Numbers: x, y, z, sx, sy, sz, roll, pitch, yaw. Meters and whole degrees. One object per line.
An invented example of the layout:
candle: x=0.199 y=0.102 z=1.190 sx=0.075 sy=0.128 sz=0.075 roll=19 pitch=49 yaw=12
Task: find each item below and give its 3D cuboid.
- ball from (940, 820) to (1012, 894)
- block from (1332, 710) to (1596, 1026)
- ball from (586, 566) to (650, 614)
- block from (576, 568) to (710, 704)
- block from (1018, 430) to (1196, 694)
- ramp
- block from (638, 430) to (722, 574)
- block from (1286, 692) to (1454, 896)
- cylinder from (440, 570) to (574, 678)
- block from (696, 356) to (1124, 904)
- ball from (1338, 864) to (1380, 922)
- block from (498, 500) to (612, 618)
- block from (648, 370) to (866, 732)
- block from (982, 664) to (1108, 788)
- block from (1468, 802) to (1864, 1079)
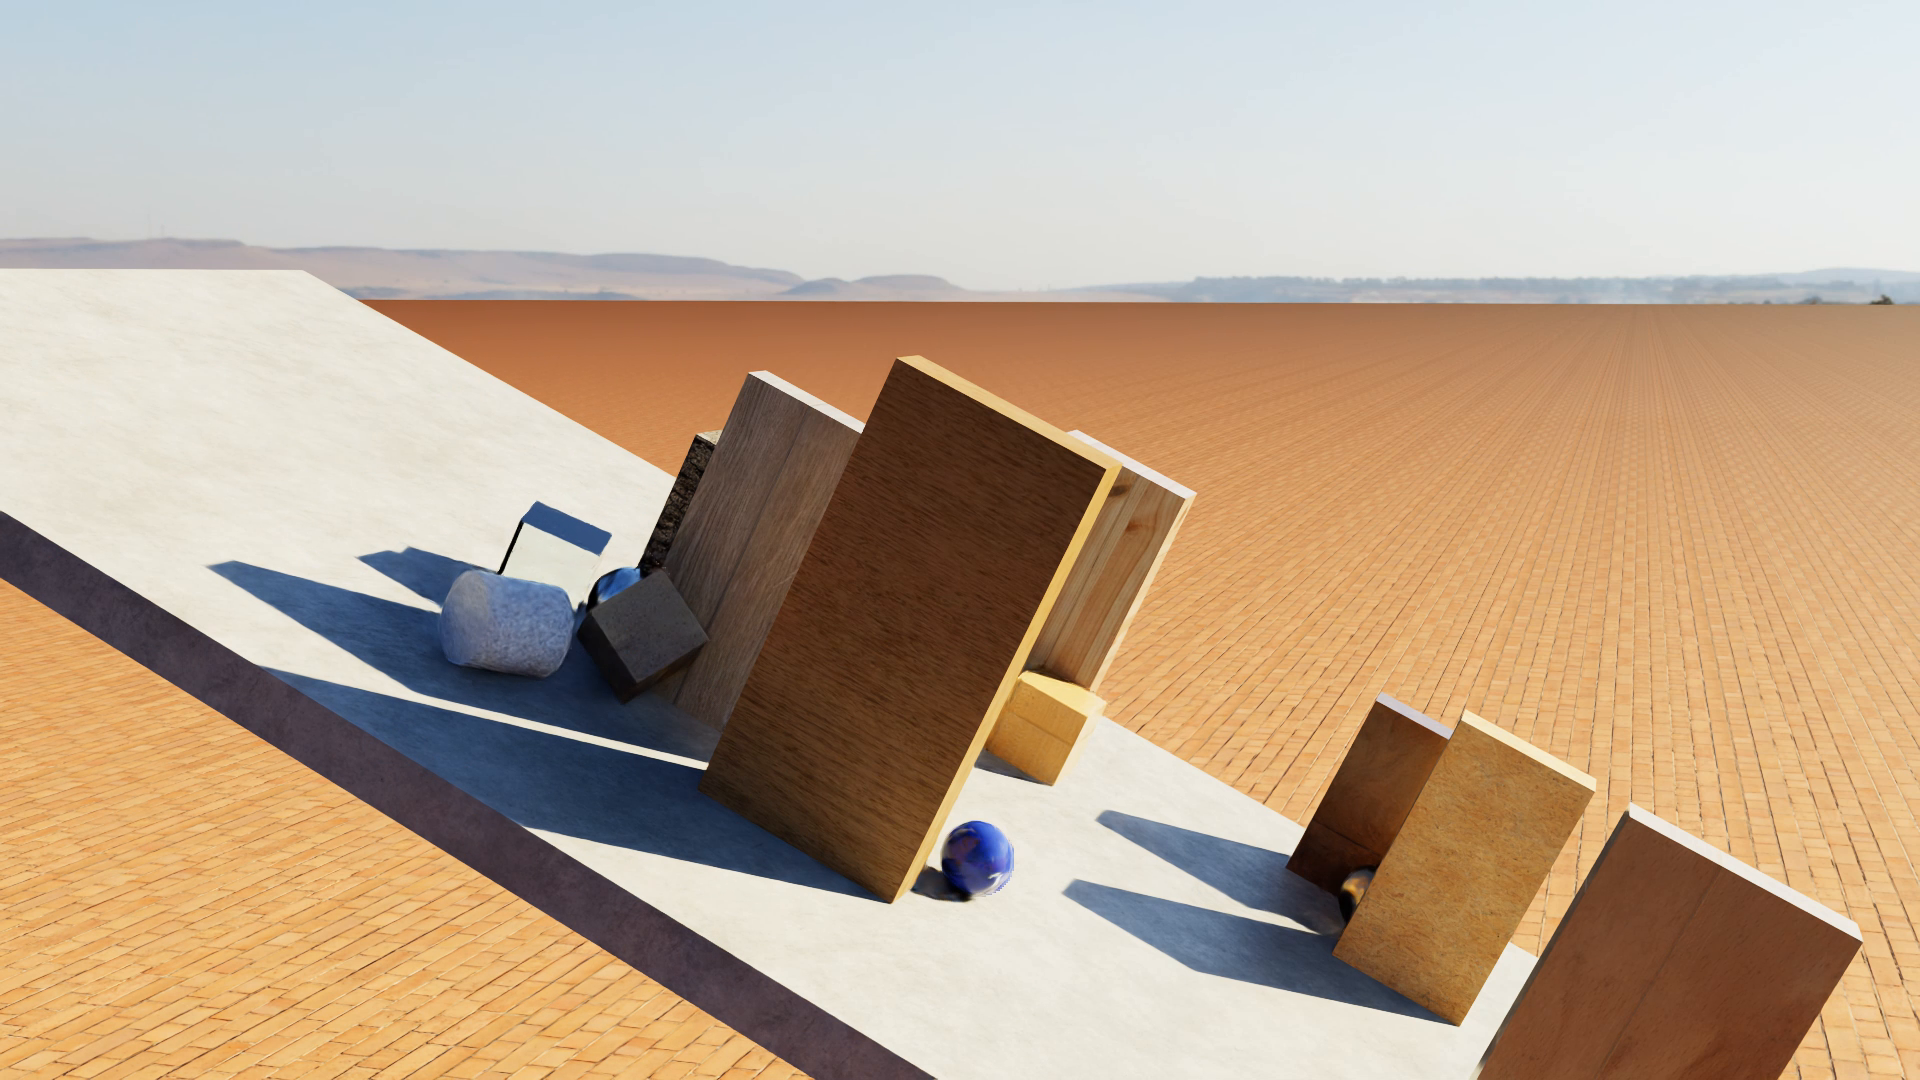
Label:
ball: x=0.027 y=0.538 z=3.729 sx=0.124 sy=0.124 sz=0.124 roll=0 pitch=7 yaw=0
block: x=0.962 y=0.627 z=4.209 sx=0.274 sy=0.529 sz=0.105 roll=29 pitch=14 yaw=12
ball: x=-0.613 y=0.125 z=4.063 sx=0.152 sy=0.152 sz=0.152 roll=0 pitch=7 yaw=0
block: x=-0.549 y=0.168 z=3.797 sx=0.149 sy=0.149 sz=0.149 roll=-32 pitch=-6 yaw=-26
block: x=0.223 y=0.111 z=4.626 sx=0.288 sy=0.615 sz=0.122 roll=29 pitch=14 yaw=12
ramp: x=-0.248 y=0.418 z=4.161 sx=4.000 sy=0.100 sz=2.000 roll=29 pitch=14 yaw=12
block: x=-0.426 y=0.048 z=4.137 sx=0.306 sy=0.409 sz=0.115 roll=29 pitch=14 yaw=12
block: x=0.930 y=0.583 z=4.573 sx=0.344 sy=0.409 sz=0.100 roll=29 pitch=14 yaw=12
cylinder: x=-0.764 y=0.143 z=3.708 sx=0.160 sy=0.160 sz=0.160 roll=14 pitch=-4 yaw=-41
block: x=-0.088 y=0.145 z=3.556 sx=0.378 sy=0.797 sz=0.115 roll=29 pitch=14 yaw=12
ball: x=0.837 y=0.726 z=4.434 sx=0.145 sy=0.145 sz=0.145 roll=0 pitch=7 yaw=0
block: x=-0.759 y=0.046 z=4.086 sx=0.156 sy=0.156 sz=0.156 roll=24 pitch=14 yaw=-6
block: x=-0.297 y=0.069 z=3.881 sx=0.432 sy=0.602 sz=0.081 roll=29 pitch=14 yaw=12
block: x=0.175 y=0.378 z=4.501 sx=0.165 sy=0.165 sz=0.165 roll=29 pitch=14 yaw=13
block: x=0.877 y=0.774 z=3.005 sx=0.328 sy=0.768 sz=0.084 roll=29 pitch=14 yaw=12
